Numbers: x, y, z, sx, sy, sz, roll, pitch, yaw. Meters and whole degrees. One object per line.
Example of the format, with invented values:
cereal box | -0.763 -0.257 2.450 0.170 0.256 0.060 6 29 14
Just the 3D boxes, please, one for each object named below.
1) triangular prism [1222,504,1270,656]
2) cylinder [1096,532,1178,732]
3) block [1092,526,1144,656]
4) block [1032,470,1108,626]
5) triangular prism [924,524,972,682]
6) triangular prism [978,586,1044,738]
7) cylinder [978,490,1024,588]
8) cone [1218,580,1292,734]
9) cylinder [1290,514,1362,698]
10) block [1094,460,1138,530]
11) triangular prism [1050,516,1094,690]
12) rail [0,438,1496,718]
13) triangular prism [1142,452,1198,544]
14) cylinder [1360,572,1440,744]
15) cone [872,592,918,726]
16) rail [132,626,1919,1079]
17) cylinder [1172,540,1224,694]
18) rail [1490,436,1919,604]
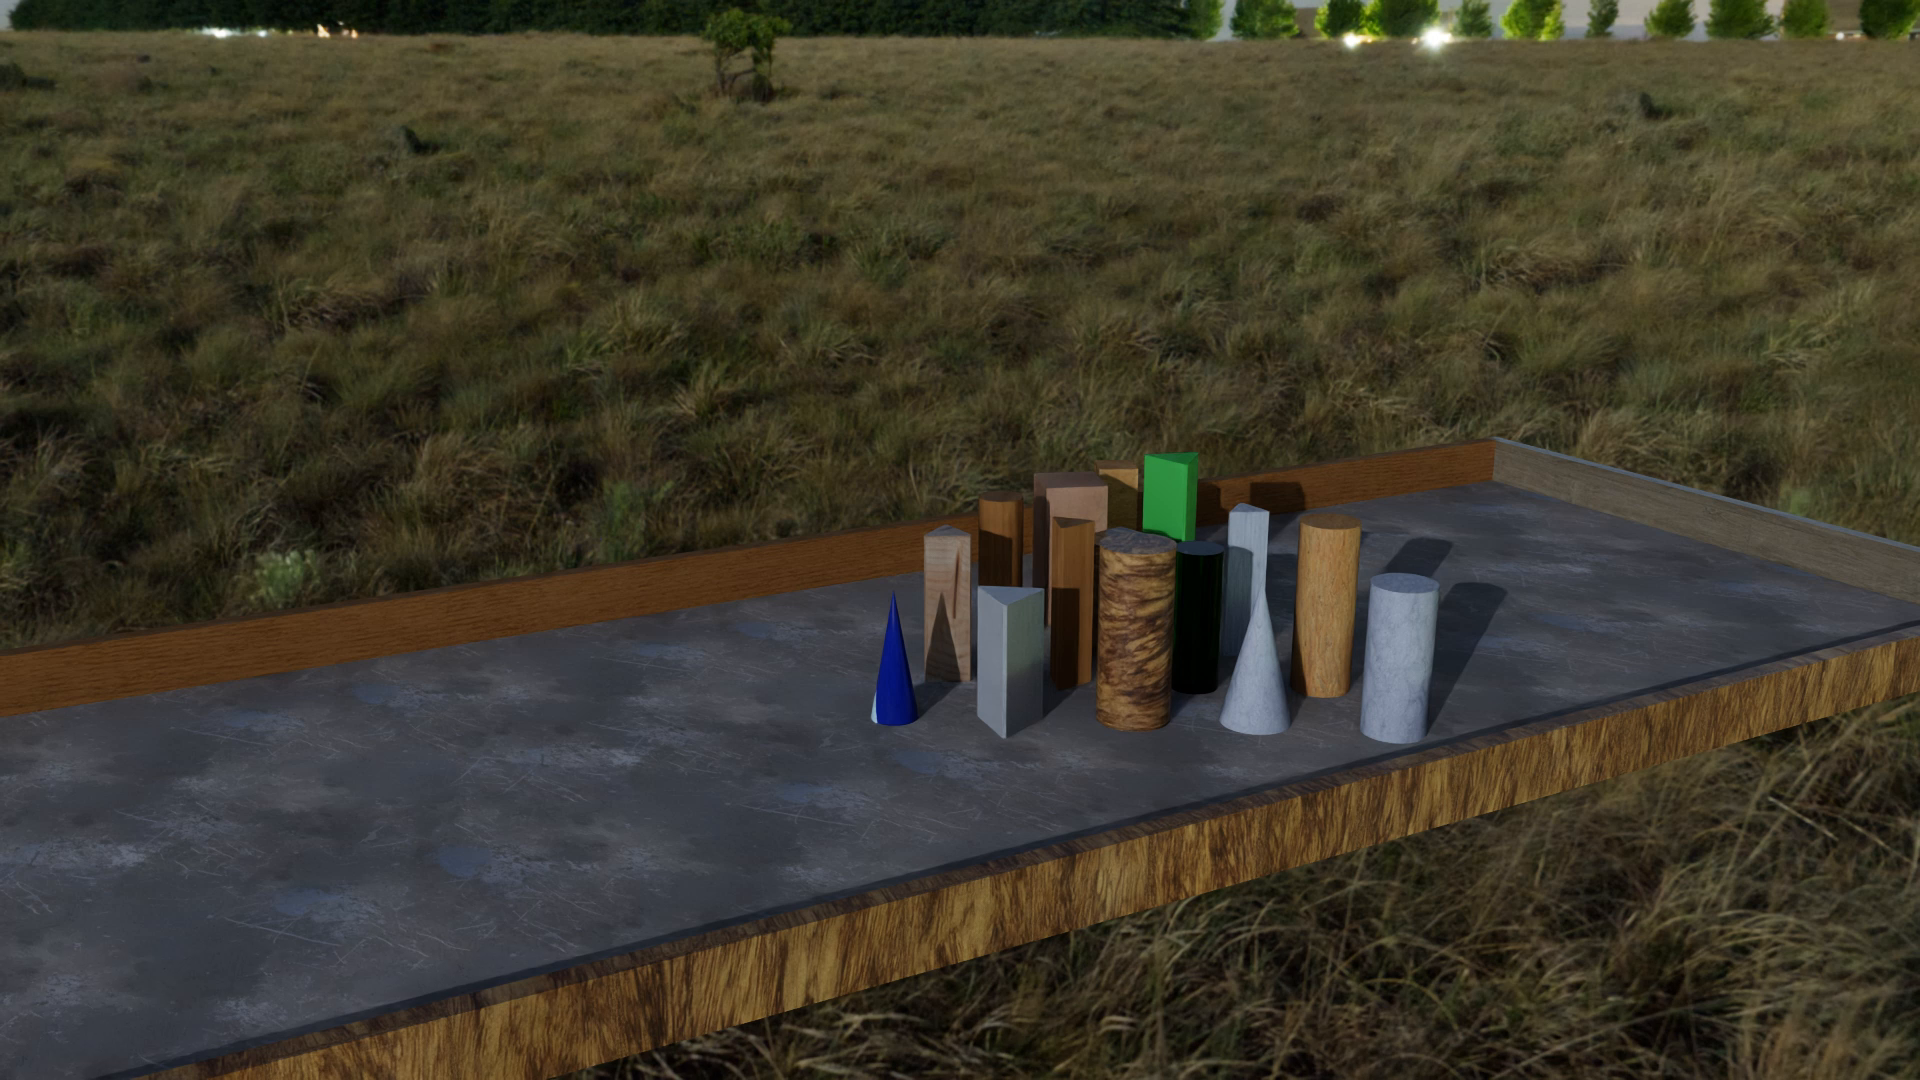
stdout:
triangular prism | 0.737 0.102 4.314 0.104 0.390 0.090 -1 16 -4
cylinder | 0.411 0.215 3.860 0.178 0.431 0.178 0 16 0
block | 0.418 0.143 4.329 0.172 0.304 0.172 -13 21 -38
block | 0.304 0.021 4.589 0.170 0.391 0.170 -3 17 -9
triangular prism | -0.033 0.158 4.137 0.114 0.383 0.099 -1 16 -3
triangular prism | 0.096 0.274 3.850 0.132 0.324 0.153 12 20 36
cylinder | 0.107 0.081 4.355 0.117 0.408 0.117 0 16 0
cone | 0.698 0.259 3.851 0.171 0.352 0.171 0 16 0
cylinder | 0.897 0.160 4.050 0.147 0.428 0.147 0 16 0
block | 0.453 -0.041 4.838 0.113 0.371 0.113 -1 16 -3
triangular prism | 0.259 0.153 4.093 0.107 0.418 0.092 -13 21 -37
rail | -3.305 0.497 3.399 12.000 0.150 0.050 -9 18 -27
triangular prism | 0.611 -0.016 4.609 0.132 0.451 0.153 -14 21 -39
cylinder | 1.010 0.271 3.794 0.154 0.361 0.154 0 16 0
cone | -0.155 0.267 3.880 0.115 0.319 0.115 0 16 0
rail | -2.336 1.006 1.665 12.000 0.150 0.050 -9 18 -27
cylinder | 0.583 0.191 4.069 0.123 0.358 0.123 0 16 0
rail | 2.466 -0.048 5.253 0.050 0.150 2.100 -9 18 -27
